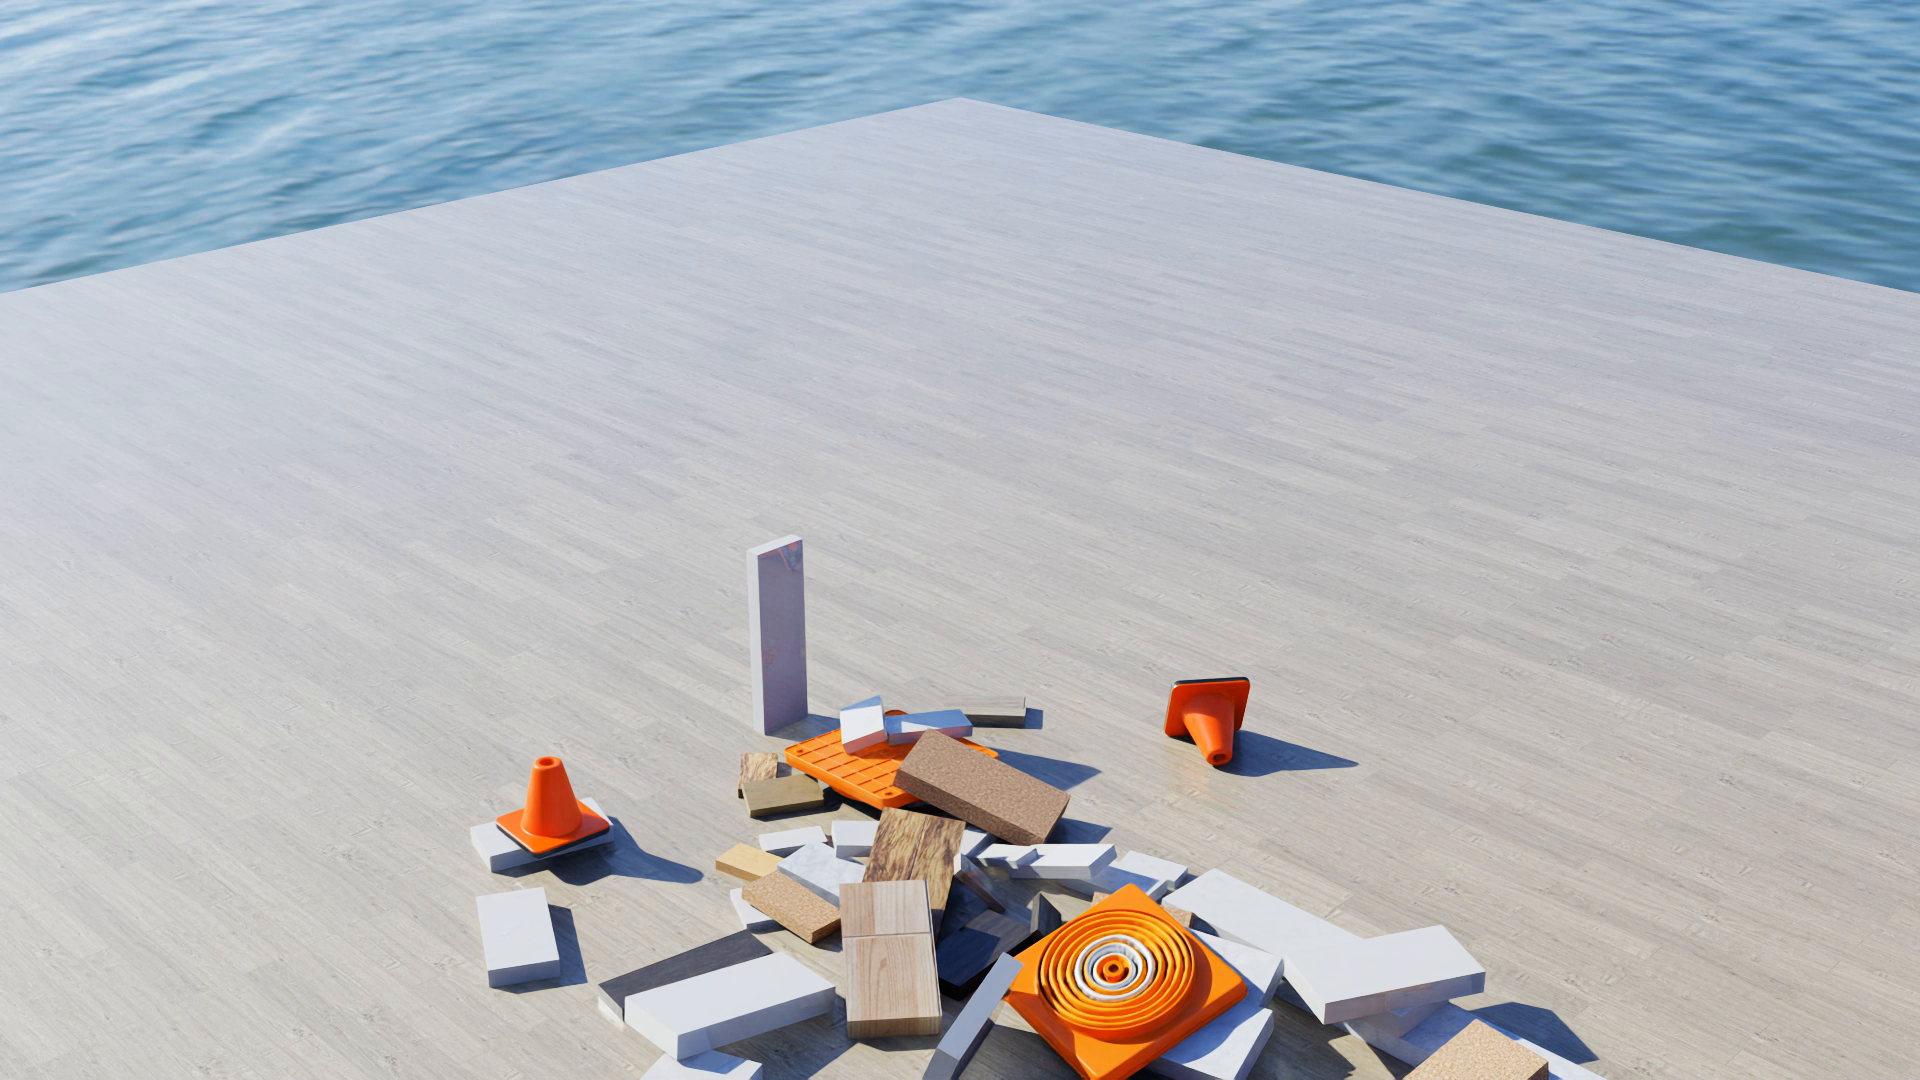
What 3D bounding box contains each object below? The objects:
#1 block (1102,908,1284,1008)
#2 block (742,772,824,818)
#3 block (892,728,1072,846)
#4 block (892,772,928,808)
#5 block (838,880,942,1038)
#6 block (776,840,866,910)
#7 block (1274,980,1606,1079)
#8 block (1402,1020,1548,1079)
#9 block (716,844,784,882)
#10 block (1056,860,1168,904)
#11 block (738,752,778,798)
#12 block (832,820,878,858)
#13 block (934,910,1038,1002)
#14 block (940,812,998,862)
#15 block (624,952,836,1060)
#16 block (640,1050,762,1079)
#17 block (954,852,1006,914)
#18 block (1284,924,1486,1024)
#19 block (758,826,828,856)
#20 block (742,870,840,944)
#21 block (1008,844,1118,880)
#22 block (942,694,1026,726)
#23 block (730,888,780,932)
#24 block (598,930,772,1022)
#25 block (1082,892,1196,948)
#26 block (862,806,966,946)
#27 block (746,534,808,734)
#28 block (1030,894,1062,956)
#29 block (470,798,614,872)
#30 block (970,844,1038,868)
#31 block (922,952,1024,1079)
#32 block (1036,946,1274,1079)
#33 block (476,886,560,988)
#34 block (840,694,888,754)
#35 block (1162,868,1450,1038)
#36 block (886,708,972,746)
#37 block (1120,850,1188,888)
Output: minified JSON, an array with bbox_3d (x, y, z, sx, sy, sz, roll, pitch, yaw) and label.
[{"bbox_3d":[0.397,0.758,3.843,0.301,0.043,0.150,13,52,28],"label":"block"},{"bbox_3d":[-0.361,0.519,4.480,0.152,0.022,0.076,-7,42,-16],"label":"block"},{"bbox_3d":[0.044,0.499,4.386,0.321,0.046,0.161,25,33,10],"label":"block"},{"bbox_3d":[-0.093,0.511,4.535,0.062,0.018,0.124,-6,24,-15],"label":"block"},{"bbox_3d":[-0.125,0.734,3.874,0.161,0.046,0.321,-2,37,-5],"label":"block"},{"bbox_3d":[-0.224,0.648,4.164,0.228,0.032,0.114,22,31,30],"label":"block"},{"bbox_3d":[0.753,0.820,3.776,0.145,0.041,0.852,-21,31,-40],"label":"block"},{"bbox_3d":[0.795,0.894,3.531,0.291,0.041,0.145,-29,36,-31],"label":"block"},{"bbox_3d":[-0.388,0.632,4.245,0.152,0.022,0.076,14,27,30],"label":"block"},{"bbox_3d":[0.288,0.650,4.193,0.191,0.027,0.095,16,28,32],"label":"block"},{"bbox_3d":[-0.420,0.490,4.579,0.076,0.022,0.152,-1,23,-2],"label":"block"},{"bbox_3d":[-0.153,0.579,4.257,0.184,0.026,0.092,2,23,-10],"label":"block"},{"bbox_3d":[0.025,0.746,3.961,0.114,0.032,0.228,17,29,35],"label":"block"},{"bbox_3d":[-0.001,0.585,4.342,0.114,0.032,0.228,12,26,26],"label":"block"},{"bbox_3d":[-0.391,0.793,3.762,0.323,0.046,0.162,-9,19,-39],"label":"block"},{"bbox_3d":[-0.465,0.927,3.517,0.162,0.046,0.323,10,25,22],"label":"block"},{"bbox_3d":[0.037,0.643,4.117,0.017,0.122,0.061,-42,17,15],"label":"block"},{"bbox_3d":[0.723,0.739,3.750,0.301,0.043,0.150,-7,24,-16],"label":"block"},{"bbox_3d":[-0.329,0.595,4.335,0.124,0.018,0.062,-7,24,-15],"label":"block"},{"bbox_3d":[-0.309,0.680,4.087,0.184,0.026,0.092,26,29,33],"label":"block"},{"bbox_3d":[0.194,0.614,4.203,0.191,0.027,0.095,-6,15,37],"label":"block"},{"bbox_3d":[0.054,0.375,4.844,0.182,0.026,0.091,1,23,3],"label":"block"},{"bbox_3d":[-0.385,0.688,4.116,0.062,0.018,0.124,-8,24,-18],"label":"block"},{"bbox_3d":[-0.486,0.772,3.909,0.302,0.026,0.092,-16,28,-32],"label":"block"},{"bbox_3d":[0.324,0.702,3.973,0.191,0.095,0.027,7,-17,27],"label":"block"},{"bbox_3d":[-0.096,0.633,4.109,0.161,0.046,0.321,10,35,4],"label":"block"},{"bbox_3d":[-0.392,0.205,4.734,0.036,0.425,0.126,21,31,41],"label":"block"},{"bbox_3d":[0.158,0.704,4.029,0.017,0.061,0.122,-39,15,18],"label":"block"},{"bbox_3d":[-0.825,0.581,4.346,0.251,0.036,0.126,-12,26,-26],"label":"block"},{"bbox_3d":[0.086,0.611,4.246,0.122,0.017,0.061,-4,16,46],"label":"block"},{"bbox_3d":[0.012,0.819,3.638,0.041,0.145,0.291,29,30,11],"label":"block"},{"bbox_3d":[0.330,0.815,3.725,0.365,0.046,0.162,13,43,29],"label":"block"},{"bbox_3d":[-0.808,0.722,4.013,0.126,0.036,0.251,-6,24,-15],"label":"block"},{"bbox_3d":[-0.202,0.385,4.597,0.091,0.026,0.182,-20,19,2],"label":"block"},{"bbox_3d":[0.605,0.724,3.895,0.518,0.043,0.150,21,31,40],"label":"block"},{"bbox_3d":[-0.074,0.393,4.625,0.182,0.026,0.091,-5,19,-17],"label":"block"},{"bbox_3d":[0.371,0.635,4.241,0.122,0.017,0.061,13,26,27],"label":"block"}]
